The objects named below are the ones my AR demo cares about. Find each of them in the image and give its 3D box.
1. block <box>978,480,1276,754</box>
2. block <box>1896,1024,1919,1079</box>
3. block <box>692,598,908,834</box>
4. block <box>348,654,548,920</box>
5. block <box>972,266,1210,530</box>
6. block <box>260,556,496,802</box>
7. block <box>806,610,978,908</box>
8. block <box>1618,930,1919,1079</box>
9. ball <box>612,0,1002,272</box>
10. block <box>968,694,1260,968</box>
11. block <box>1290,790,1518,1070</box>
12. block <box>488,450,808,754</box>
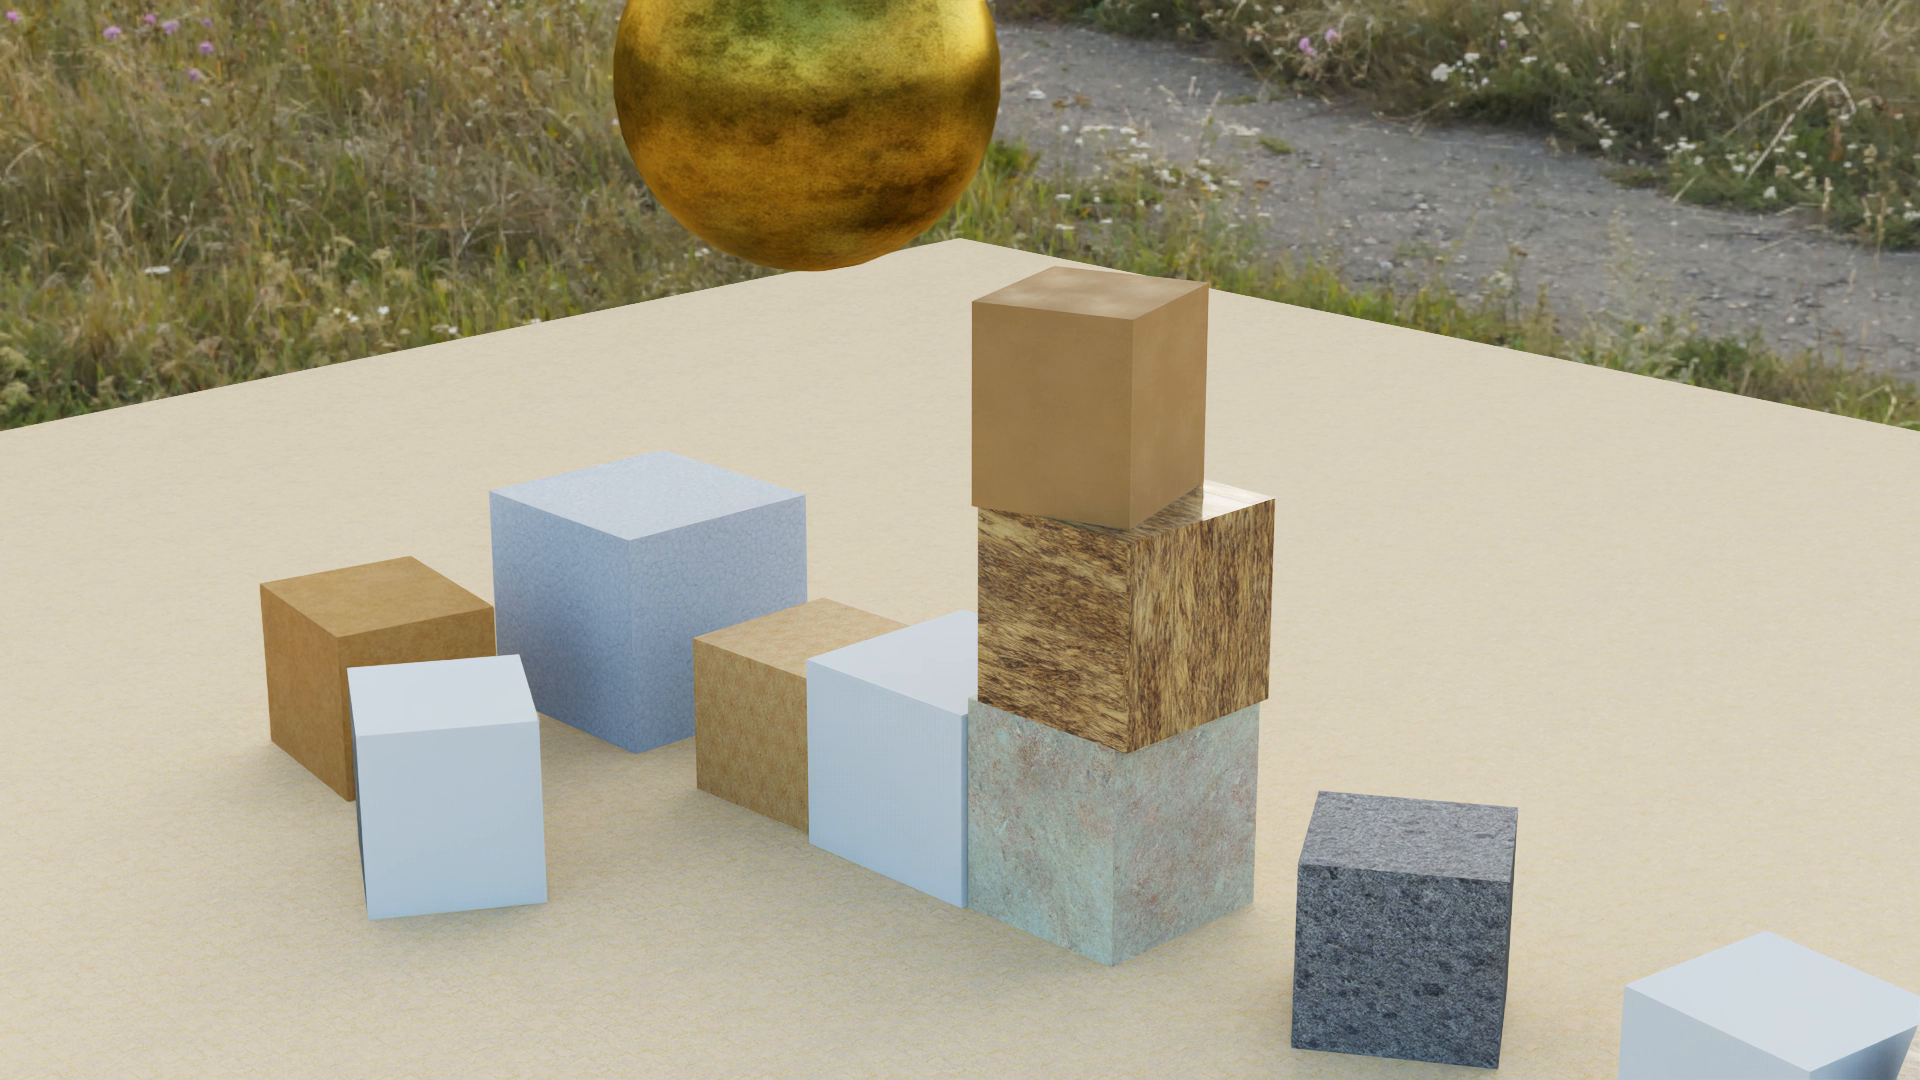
[{"bbox_3d":[0.712,0.261,12.652,0.924,0.916,0.874,-17,24,-42],"label":"block"},{"bbox_3d":[3.616,2.220,9.995,0.851,0.771,0.693,8,19,25],"label":"block"},{"bbox_3d":[-0.676,0.850,14.333,0.888,0.784,0.866,16,24,42],"label":"block"},{"bbox_3d":[-2.344,1.110,13.360,0.791,0.871,0.894,-4,18,-13],"label":"block"},{"bbox_3d":[0.555,-0.620,12.449,0.733,0.887,0.784,9,20,26],"label":"block"},{"bbox_3d":[-2.920,0.679,14.766,0.823,0.850,0.995,-11,21,-32],"label":"block"},{"bbox_3d":[0.012,0.991,13.657,1.021,0.920,1.021,-16,24,-42],"label":"block"},{"bbox_3d":[3.004,2.006,10.760,0.798,0.721,0.834,-12,21,-34],"label":"block"},{"bbox_3d":[-0.629,-1.908,12.082,1.600,1.600,1.600,0,17,0],"label":"ball"},{"bbox_3d":[0.677,1.157,12.995,0.866,1.000,0.949,17,24,42],"label":"block"},{"bbox_3d":[1.822,1.577,11.977,0.824,0.809,0.773,4,18,12],"label":"block"},{"bbox_3d":[-1.637,0.296,15.506,1.160,1.138,1.196,-16,23,-41],"label":"block"}]
